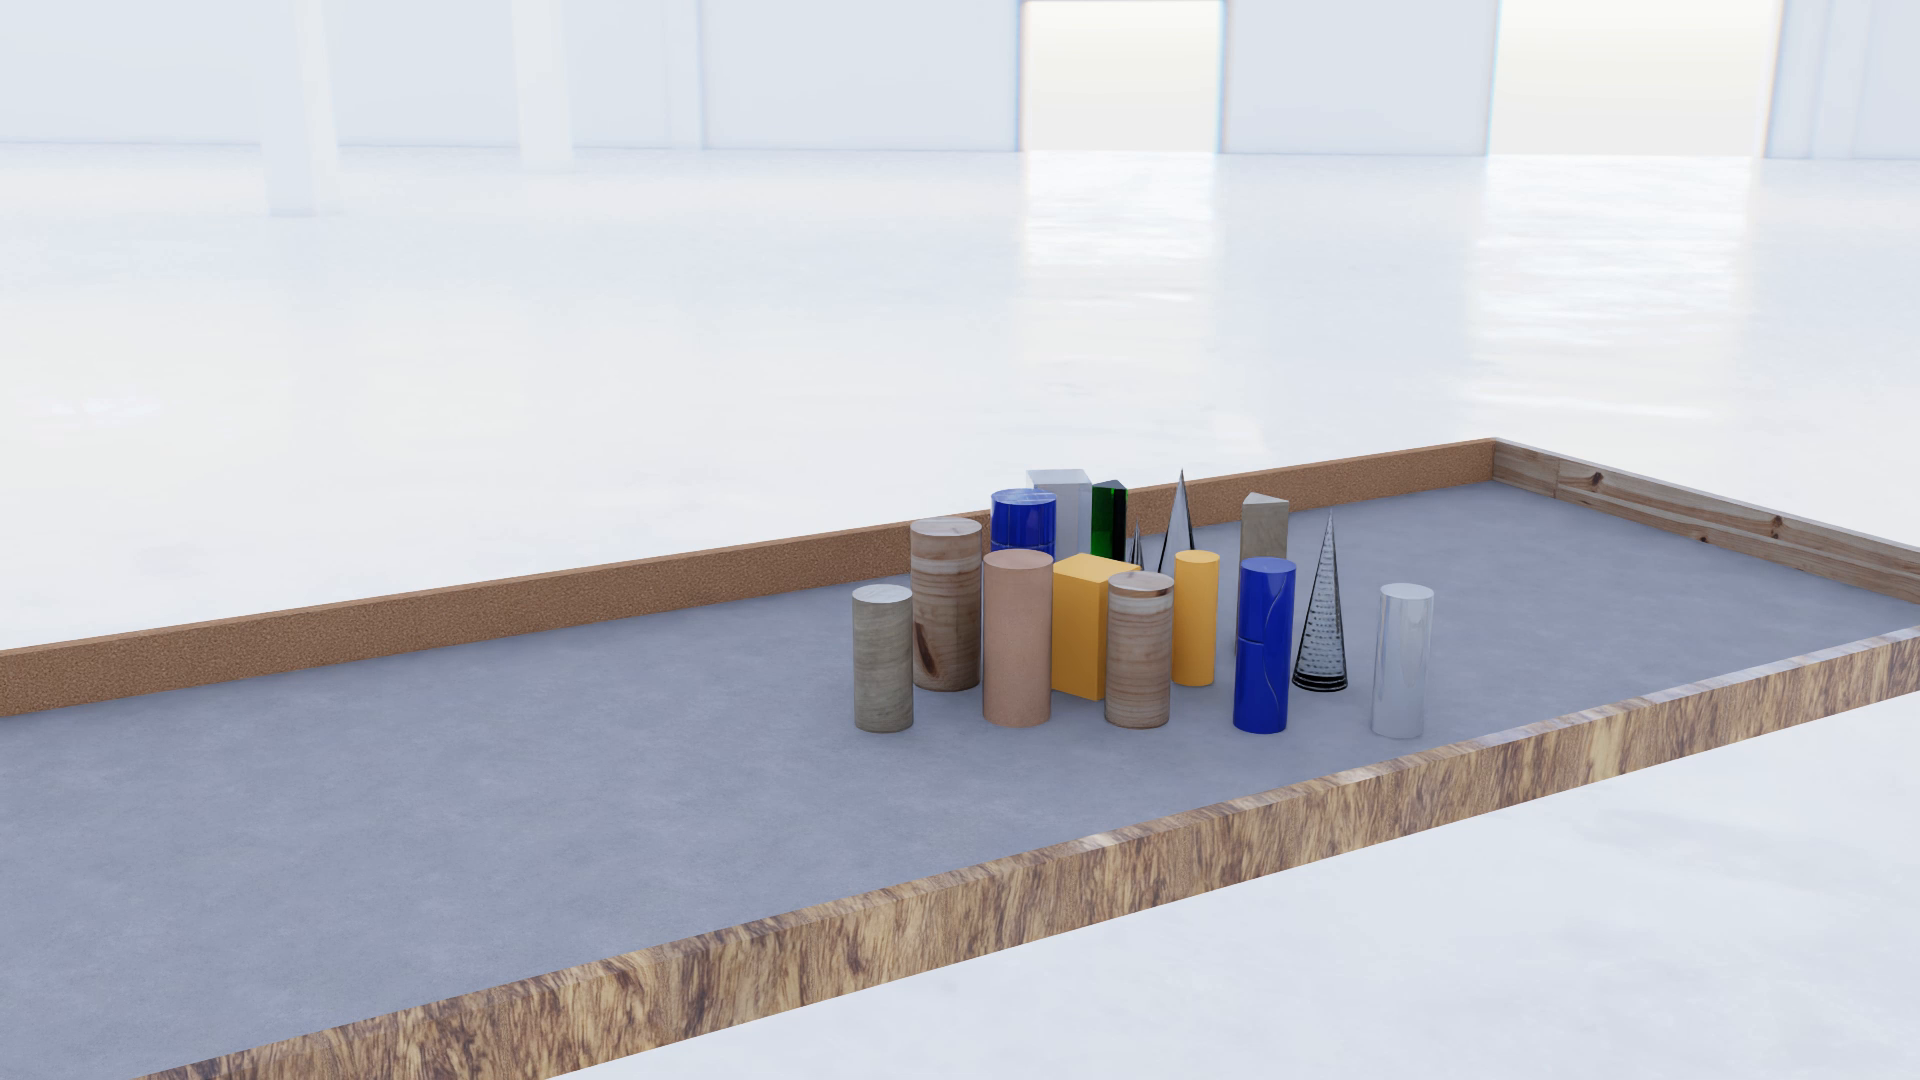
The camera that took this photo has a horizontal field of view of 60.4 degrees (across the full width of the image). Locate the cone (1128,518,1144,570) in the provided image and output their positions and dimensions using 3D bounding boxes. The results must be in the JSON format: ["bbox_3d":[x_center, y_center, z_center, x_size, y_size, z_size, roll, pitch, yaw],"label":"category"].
[{"bbox_3d":[0.460,0.113,4.326,0.111,0.363,0.111,0,16,0],"label":"cone"}]

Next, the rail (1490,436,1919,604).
[{"bbox_3d":[2.466,-0.048,5.253,0.050,0.150,2.100,-9,18,-27],"label":"rail"}]

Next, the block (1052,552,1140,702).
[{"bbox_3d":[0.320,0.213,4.095,0.178,0.303,0.178,13,21,37],"label":"block"}]

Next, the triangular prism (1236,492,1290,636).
[{"bbox_3d":[0.775,0.086,4.332,0.125,0.411,0.108,-3,17,-10],"label":"triangular prism"}]

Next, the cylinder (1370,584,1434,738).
[{"bbox_3d":[1.020,0.278,3.809,0.119,0.337,0.119,0,16,0],"label":"cylinder"}]

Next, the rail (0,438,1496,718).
[{"bbox_3d":[-3.305,0.497,3.399,12.000,0.150,0.050,-9,18,-27],"label":"rail"}]

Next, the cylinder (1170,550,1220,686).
[{"bbox_3d":[0.586,0.195,4.120,0.109,0.322,0.109,0,16,0],"label":"cylinder"}]

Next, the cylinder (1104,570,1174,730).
[{"bbox_3d":[0.420,0.258,3.874,0.153,0.340,0.153,0,16,0],"label":"cylinder"}]

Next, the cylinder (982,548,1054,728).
[{"bbox_3d":[0.136,0.230,3.883,0.163,0.388,0.163,0,16,0],"label":"cylinder"}]

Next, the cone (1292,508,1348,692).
[{"bbox_3d":[0.903,0.138,4.076,0.138,0.456,0.138,0,16,0],"label":"cone"}]

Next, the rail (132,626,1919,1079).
[{"bbox_3d":[-2.336,1.006,1.665,12.000,0.150,0.050,-9,18,-27],"label":"rail"}]

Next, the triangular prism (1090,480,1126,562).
[{"bbox_3d":[0.441,-0.014,4.843,0.116,0.315,0.101,6,17,19],"label":"triangular prism"}]

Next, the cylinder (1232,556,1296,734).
[{"bbox_3d":[0.706,0.245,3.828,0.126,0.392,0.126,0,16,0],"label":"cylinder"}]

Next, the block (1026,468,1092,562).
[{"bbox_3d":[0.272,0.013,4.609,0.161,0.395,0.161,-1,16,-5],"label":"block"}]

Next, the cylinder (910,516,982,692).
[{"bbox_3d":[-0.034,0.159,4.102,0.176,0.402,0.176,0,16,0],"label":"cylinder"}]

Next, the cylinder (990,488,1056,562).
[{"bbox_3d":[0.166,0.083,4.349,0.172,0.409,0.172,0,16,0],"label":"cylinder"}]

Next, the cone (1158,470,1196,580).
[{"bbox_3d":[0.609,0.003,4.580,0.161,0.431,0.161,0,16,0],"label":"cone"}]

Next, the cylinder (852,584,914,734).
[{"bbox_3d":[-0.179,0.276,3.848,0.139,0.320,0.139,0,16,0],"label":"cylinder"}]
